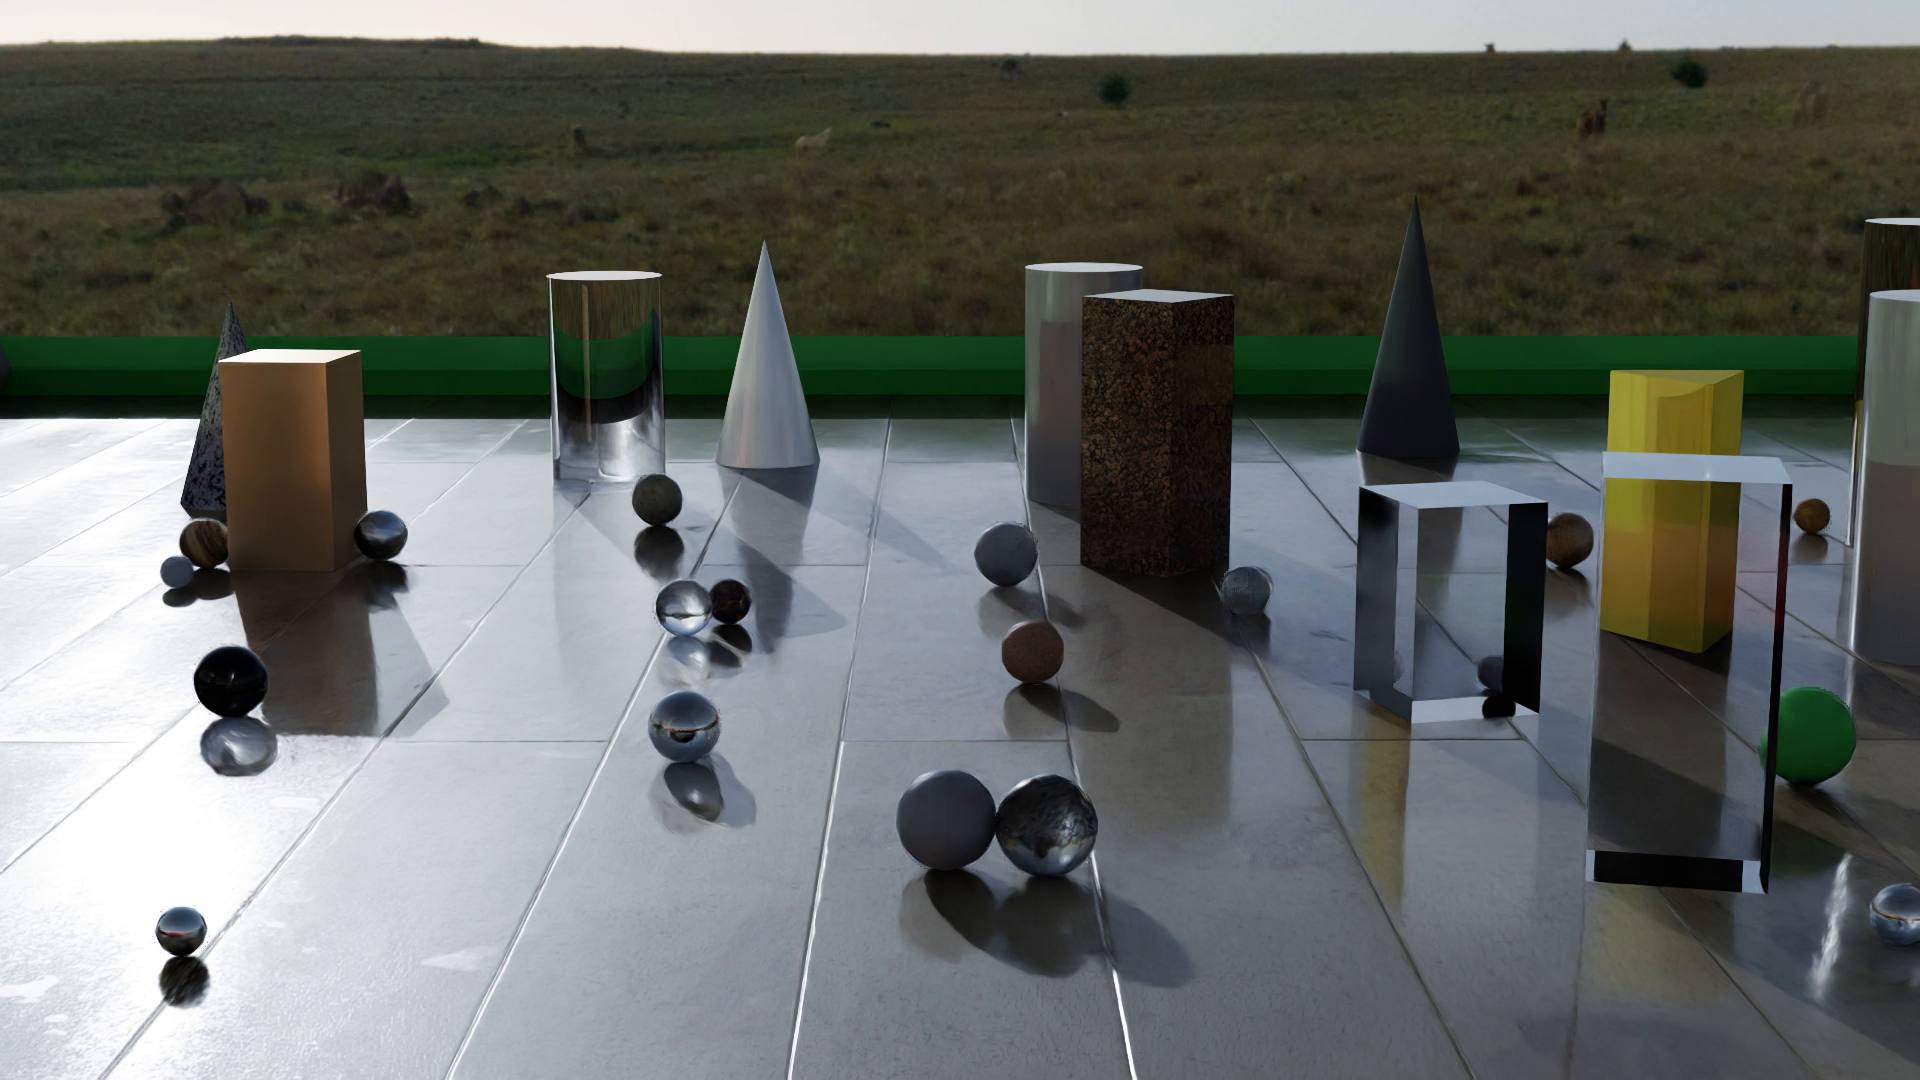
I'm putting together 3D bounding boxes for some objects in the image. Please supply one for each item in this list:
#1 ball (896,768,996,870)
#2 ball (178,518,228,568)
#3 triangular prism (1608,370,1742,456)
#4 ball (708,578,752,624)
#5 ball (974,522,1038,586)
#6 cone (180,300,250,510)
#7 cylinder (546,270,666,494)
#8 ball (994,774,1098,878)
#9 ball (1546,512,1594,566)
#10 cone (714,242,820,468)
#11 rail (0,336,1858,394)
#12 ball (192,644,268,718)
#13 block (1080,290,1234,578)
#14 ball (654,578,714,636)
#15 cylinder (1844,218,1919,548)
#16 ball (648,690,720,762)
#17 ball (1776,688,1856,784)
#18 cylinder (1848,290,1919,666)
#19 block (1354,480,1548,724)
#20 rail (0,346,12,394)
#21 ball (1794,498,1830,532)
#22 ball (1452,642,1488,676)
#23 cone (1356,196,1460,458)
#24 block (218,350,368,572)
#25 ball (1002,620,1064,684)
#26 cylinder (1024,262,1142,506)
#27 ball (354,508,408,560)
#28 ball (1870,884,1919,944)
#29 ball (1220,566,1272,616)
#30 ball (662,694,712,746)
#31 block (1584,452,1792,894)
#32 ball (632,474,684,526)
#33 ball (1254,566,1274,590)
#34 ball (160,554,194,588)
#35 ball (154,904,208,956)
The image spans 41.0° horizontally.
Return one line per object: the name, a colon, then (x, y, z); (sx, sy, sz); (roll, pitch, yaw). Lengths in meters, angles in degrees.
ball: (-0.012, 0.256, 2.350); (0.093, 0.093, 0.093); (0, 10, 0)
ball: (-1.106, 0.004, 3.759); (0.075, 0.075, 0.075); (0, 10, 0)
triangular prism: (0.960, -0.052, 3.355); (0.149, 0.332, 0.171); (-6, 12, -30)
ball: (-0.305, 0.080, 3.389); (0.059, 0.059, 0.059); (0, 10, 0)
ball: (0.065, 0.020, 3.631); (0.090, 0.090, 0.090); (0, 10, 0)
cone: (-1.219, -0.236, 4.317); (0.198, 0.345, 0.198); (0, 10, 0)
cylinder: (-0.617, -0.278, 4.483); (0.198, 0.367, 0.198); (0, 10, 0)
ball: (0.078, 0.259, 2.329); (0.093, 0.093, 0.093); (0, 10, 0)
ball: (0.891, -0.001, 3.770); (0.081, 0.081, 0.081); (0, 10, 0)
cone: (-0.360, -0.351, 4.755); (0.198, 0.412, 0.198); (0, 10, 0)
rail: (-0.013, -0.387, 5.716); (4.268, 0.129, 0.045); (0, 10, 0)
ball: (-0.824, 0.159, 2.899); (0.083, 0.083, 0.083); (0, 10, 0)
block: (0.289, -0.161, 3.768); (0.158, 0.396, 0.158); (8, 13, 38)
ball: (-0.356, 0.087, 3.309); (0.075, 0.075, 0.075); (0, 10, 0)
cylinder: (1.464, -0.235, 3.897); (0.198, 0.494, 0.198); (0, 10, 0)
ball: (-0.292, 0.197, 2.712); (0.077, 0.077, 0.077); (0, 10, 0)
ball: (0.867, 0.201, 2.630); (0.099, 0.099, 0.099); (0, 10, 0)
cylinder: (1.222, -0.080, 3.192); (0.198, 0.446, 0.198); (0, 10, 0)
block: (0.561, 0.068, 2.949); (0.158, 0.244, 0.158); (-3, 11, -15)
rail: (-2.110, 0.035, 3.437); (0.045, 0.129, 4.660); (0, 10, 0)
ball: (1.344, -0.039, 4.045); (0.055, 0.055, 0.055); (0, 10, 0)
ball: (0.615, 0.144, 3.093); (0.042, 0.042, 0.042); (0, 10, 0)
cone: (0.860, -0.415, 4.883); (0.198, 0.489, 0.198); (0, 10, 0)
block: (-0.983, -0.120, 3.798); (0.158, 0.306, 0.158); (1, 11, 5)
ball: (0.087, 0.133, 3.059); (0.076, 0.076, 0.076); (0, 10, 0)
cylinder: (0.209, -0.267, 4.356); (0.198, 0.391, 0.198); (0, 10, 0)
ball: (-0.861, -0.008, 3.816); (0.077, 0.077, 0.077); (0, 10, 0)
ball: (0.789, 0.314, 2.151); (0.051, 0.051, 0.051); (0, 10, 0)
ball: (0.383, 0.068, 3.433); (0.067, 0.067, 0.067); (0, 10, 0)
ball: (-0.297, 0.195, 2.783); (0.054, 0.054, 0.054); (0, 10, 0)
block: (0.661, 0.116, 2.344); (0.158, 0.370, 0.158); (2, 11, 13)
ball: (-0.485, -0.064, 4.109); (0.082, 0.082, 0.082); (0, 10, 0)
ball: (0.399, 0.063, 3.494); (0.056, 0.056, 0.056); (0, 10, 0)
ball: (-1.105, 0.044, 3.621); (0.047, 0.047, 0.047); (0, 10, 0)
ball: (-0.645, 0.323, 2.124); (0.042, 0.042, 0.042); (0, 10, 0)
